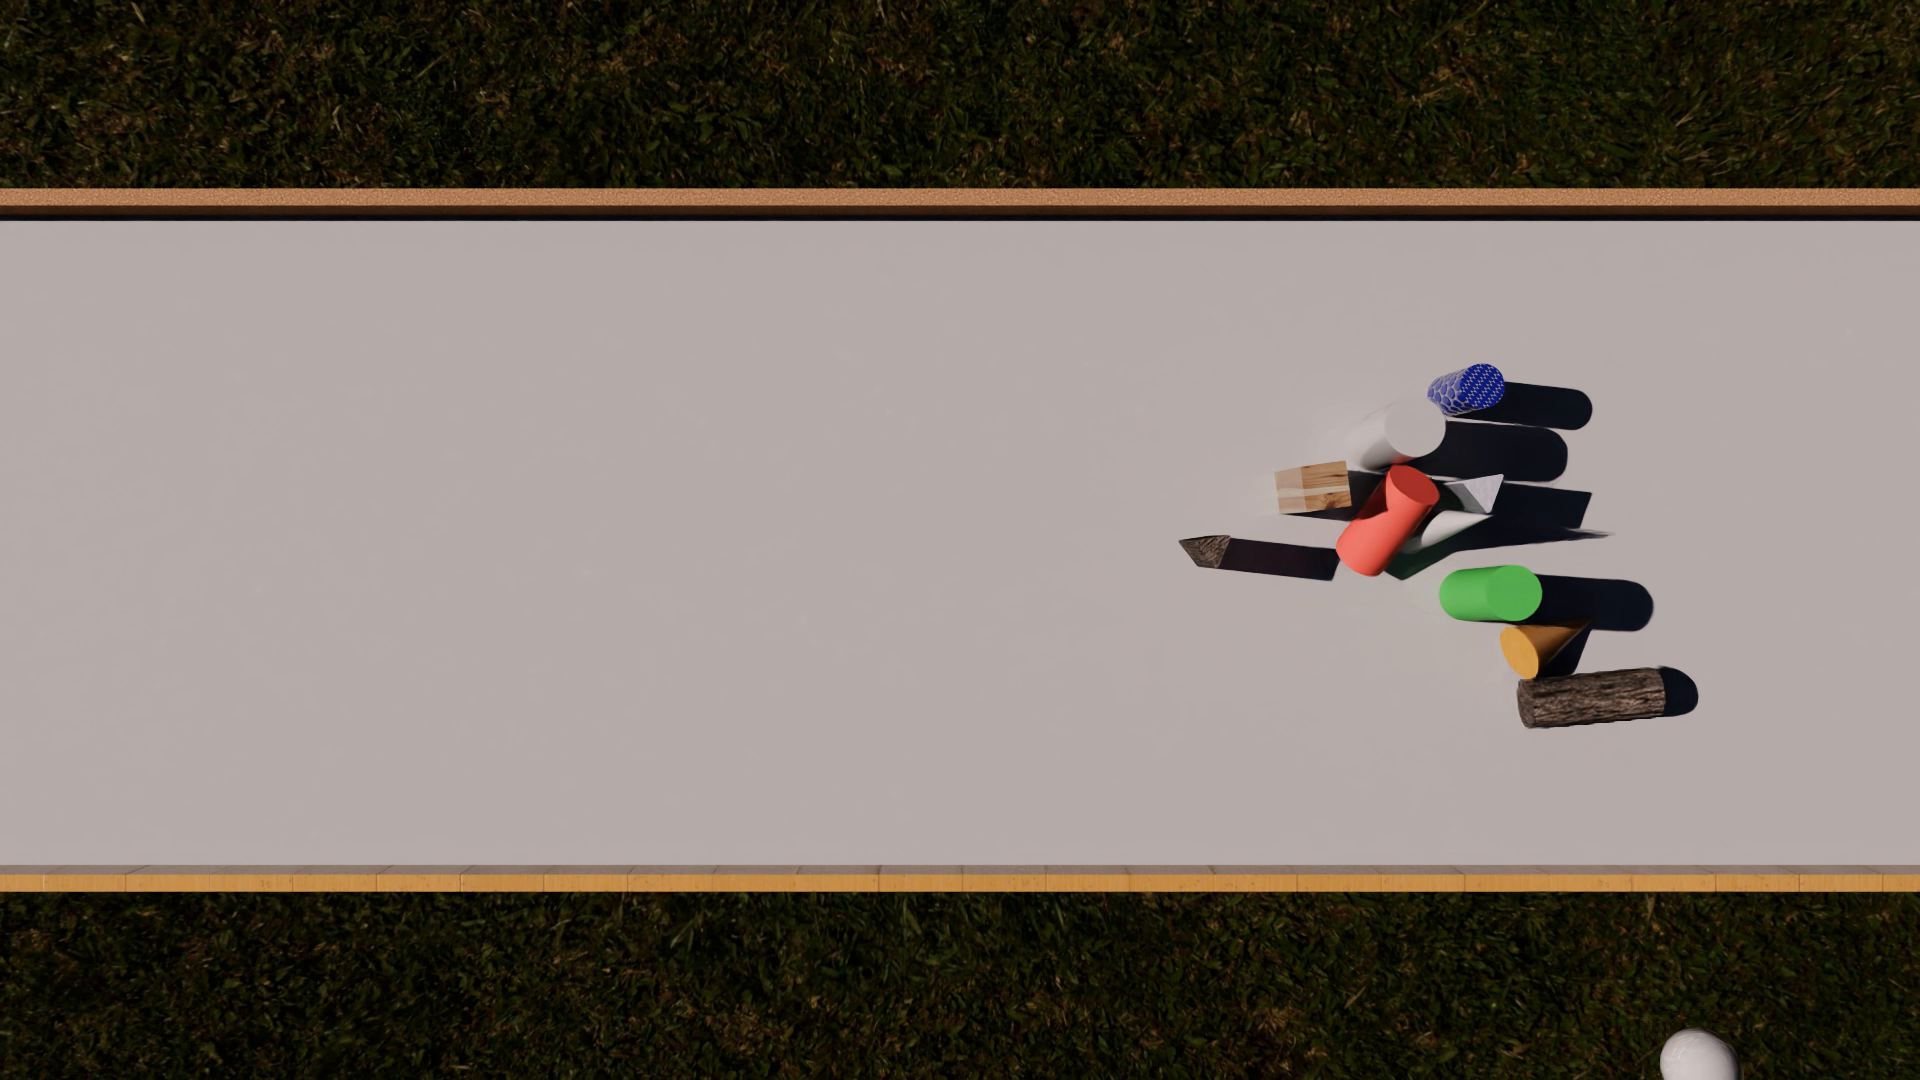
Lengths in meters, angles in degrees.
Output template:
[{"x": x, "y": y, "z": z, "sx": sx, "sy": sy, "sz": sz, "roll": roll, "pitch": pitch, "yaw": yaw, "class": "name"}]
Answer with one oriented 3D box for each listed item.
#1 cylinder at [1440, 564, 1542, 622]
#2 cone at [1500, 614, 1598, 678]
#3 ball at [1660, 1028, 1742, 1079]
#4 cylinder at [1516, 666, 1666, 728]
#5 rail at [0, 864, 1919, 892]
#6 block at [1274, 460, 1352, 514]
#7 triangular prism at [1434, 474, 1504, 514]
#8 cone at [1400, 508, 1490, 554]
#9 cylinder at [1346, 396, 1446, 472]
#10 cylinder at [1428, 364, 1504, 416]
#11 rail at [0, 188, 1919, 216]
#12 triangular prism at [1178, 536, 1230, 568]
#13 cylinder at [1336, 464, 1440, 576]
[{"x": 1.555, "y": 0.159, "z": 4.855, "sx": 0.159, "sy": 0.436, "sz": 0.159, "roll": 0, "pitch": 87, "yaw": -1, "class": "cylinder"}, {"x": 1.828, "y": 0.286, "z": 5.036, "sx": 0.302, "sy": 0.168, "sz": 0.168, "roll": -23, "pitch": 90, "yaw": -16, "class": "cone"}, {"x": 2.086, "y": 1.484, "z": 4.646, "sx": 0.213, "sy": 0.213, "sz": 0.213, "roll": 0, "pitch": 90, "yaw": 0, "class": "ball"}, {"x": 1.911, "y": 0.477, "z": 5.002, "sx": 0.394, "sy": 0.148, "sz": 0.148, "roll": -6, "pitch": 90, "yaw": 0, "class": "cylinder"}, {"x": -2.247, "y": 1.025, "z": 5.001, "sx": 12.000, "sy": 0.150, "sz": 0.050, "roll": 0, "pitch": 90, "yaw": 0, "class": "rail"}, {"x": 1.041, "y": -0.153, "z": 4.882, "sx": 0.130, "sy": 0.389, "sz": 0.130, "roll": -8, "pitch": 90, "yaw": 0, "class": "block"}, {"x": 1.521, "y": -0.155, "z": 4.907, "sx": 0.102, "sy": 0.339, "sz": 0.117, "roll": -40, "pitch": 90, "yaw": 0, "class": "triangular prism"}, {"x": 1.434, "y": -0.051, "z": 4.836, "sx": 0.155, "sy": 0.456, "sz": 0.155, "roll": 1, "pitch": 86, "yaw": -14, "class": "cone"}, {"x": 1.276, "y": -0.307, "z": 4.849, "sx": 0.172, "sy": 0.446, "sz": 0.172, "roll": 0, "pitch": 87, "yaw": 0, "class": "cylinder"}, {"x": 1.502, "y": -0.443, "z": 4.908, "sx": 0.129, "sy": 0.336, "sz": 0.129, "roll": 0, "pitch": 90, "yaw": 0, "class": "cylinder"}, {"x": -2.247, "y": -1.025, "z": 5.002, "sx": 12.000, "sy": 0.150, "sz": 0.050, "roll": 0, "pitch": 90, "yaw": 0, "class": "rail"}, {"x": 0.738, "y": 0.015, "z": 4.897, "sx": 0.088, "sy": 0.359, "sz": 0.102, "roll": -38, "pitch": 90, "yaw": 0, "class": "triangular prism"}, {"x": 1.270, "y": -0.056, "z": 4.914, "sx": 0.165, "sy": 0.165, "sz": 0.312, "roll": 28, "pitch": 129, "yaw": 0, "class": "cylinder"}]
